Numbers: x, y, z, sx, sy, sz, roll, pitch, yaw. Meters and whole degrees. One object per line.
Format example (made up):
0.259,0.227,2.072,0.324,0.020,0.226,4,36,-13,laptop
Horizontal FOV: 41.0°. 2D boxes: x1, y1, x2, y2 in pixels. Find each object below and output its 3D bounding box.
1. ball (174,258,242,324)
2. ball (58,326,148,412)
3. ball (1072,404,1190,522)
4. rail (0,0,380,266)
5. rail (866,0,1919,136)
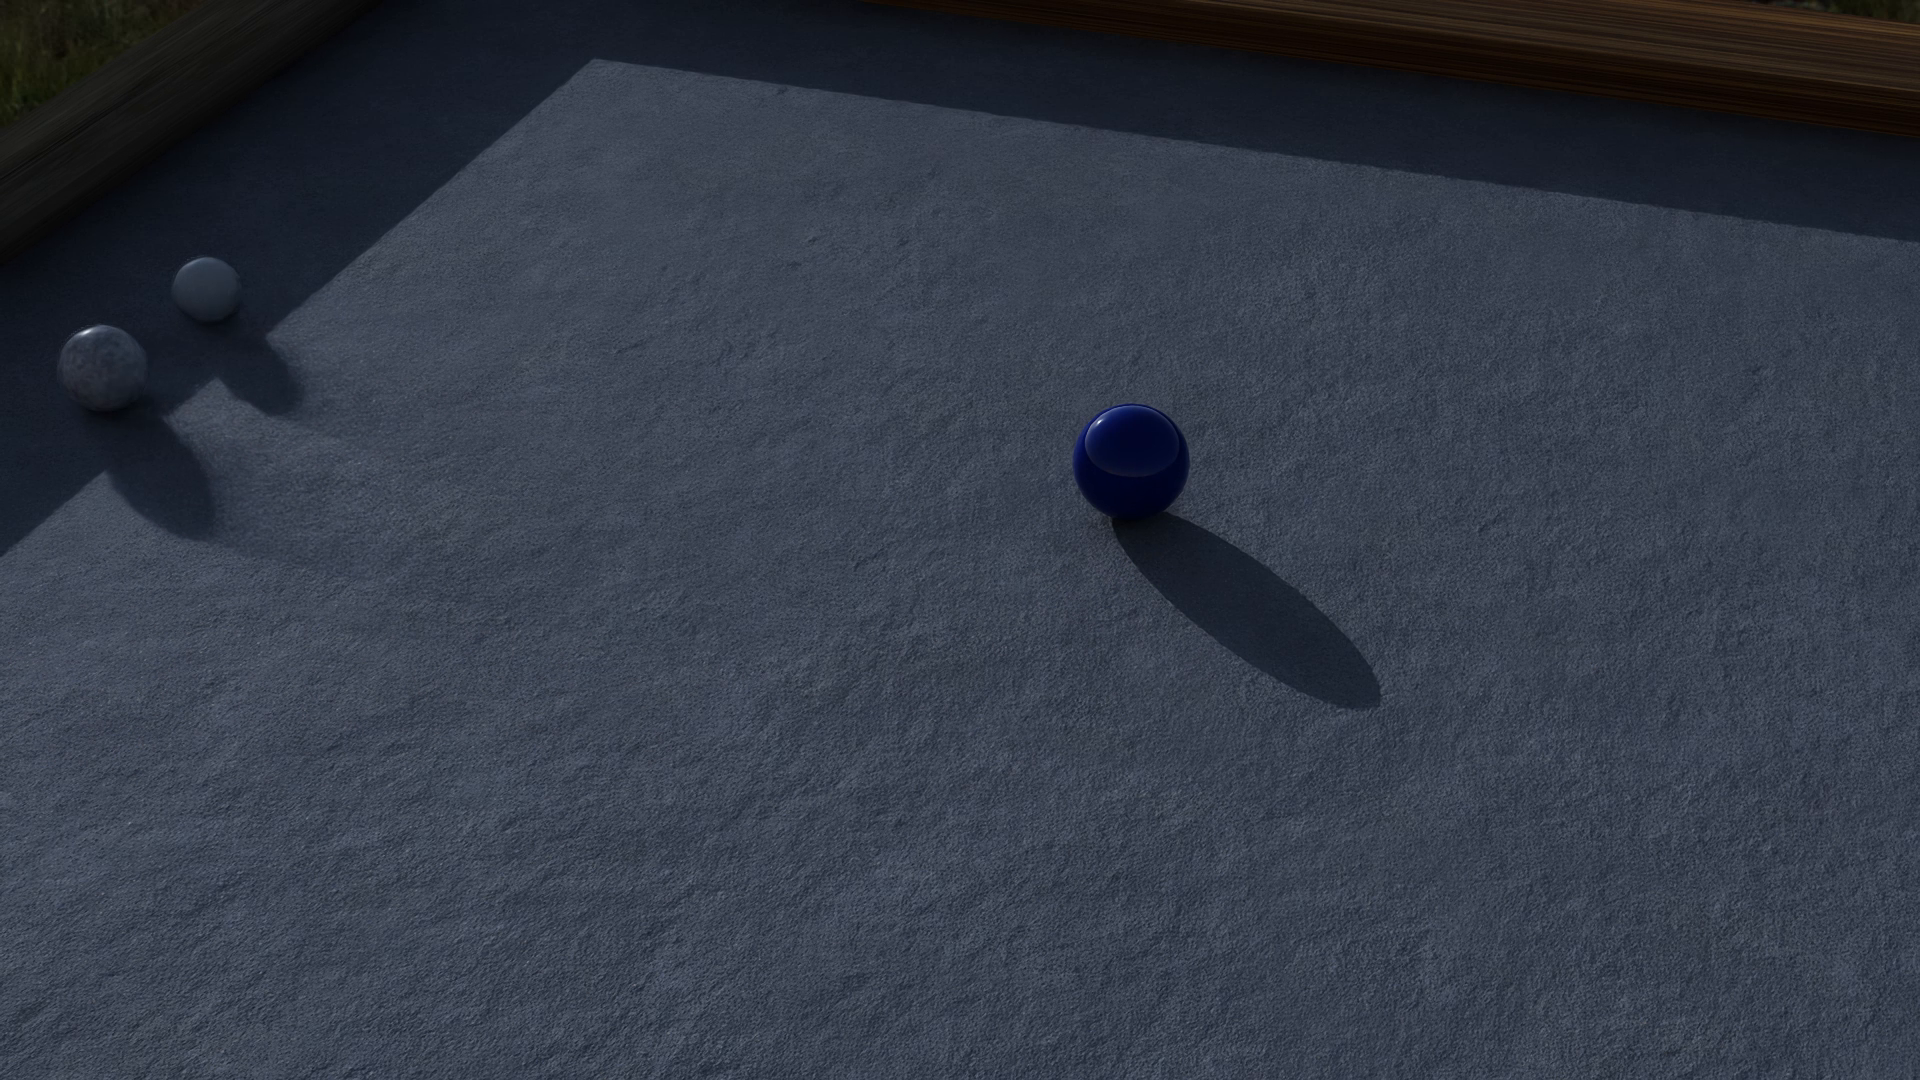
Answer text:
-0.706,-0.234,2.408,0.062,0.062,0.062,0,33,0,ball
-0.757,-0.151,2.269,0.076,0.076,0.076,0,33,0,ball
0.141,-0.064,2.116,0.097,0.097,0.097,0,33,0,ball
-0.989,-0.208,2.307,0.045,0.126,2.293,11,35,16,rail
1.376,-0.413,2.622,4.278,0.126,0.045,11,35,16,rail
